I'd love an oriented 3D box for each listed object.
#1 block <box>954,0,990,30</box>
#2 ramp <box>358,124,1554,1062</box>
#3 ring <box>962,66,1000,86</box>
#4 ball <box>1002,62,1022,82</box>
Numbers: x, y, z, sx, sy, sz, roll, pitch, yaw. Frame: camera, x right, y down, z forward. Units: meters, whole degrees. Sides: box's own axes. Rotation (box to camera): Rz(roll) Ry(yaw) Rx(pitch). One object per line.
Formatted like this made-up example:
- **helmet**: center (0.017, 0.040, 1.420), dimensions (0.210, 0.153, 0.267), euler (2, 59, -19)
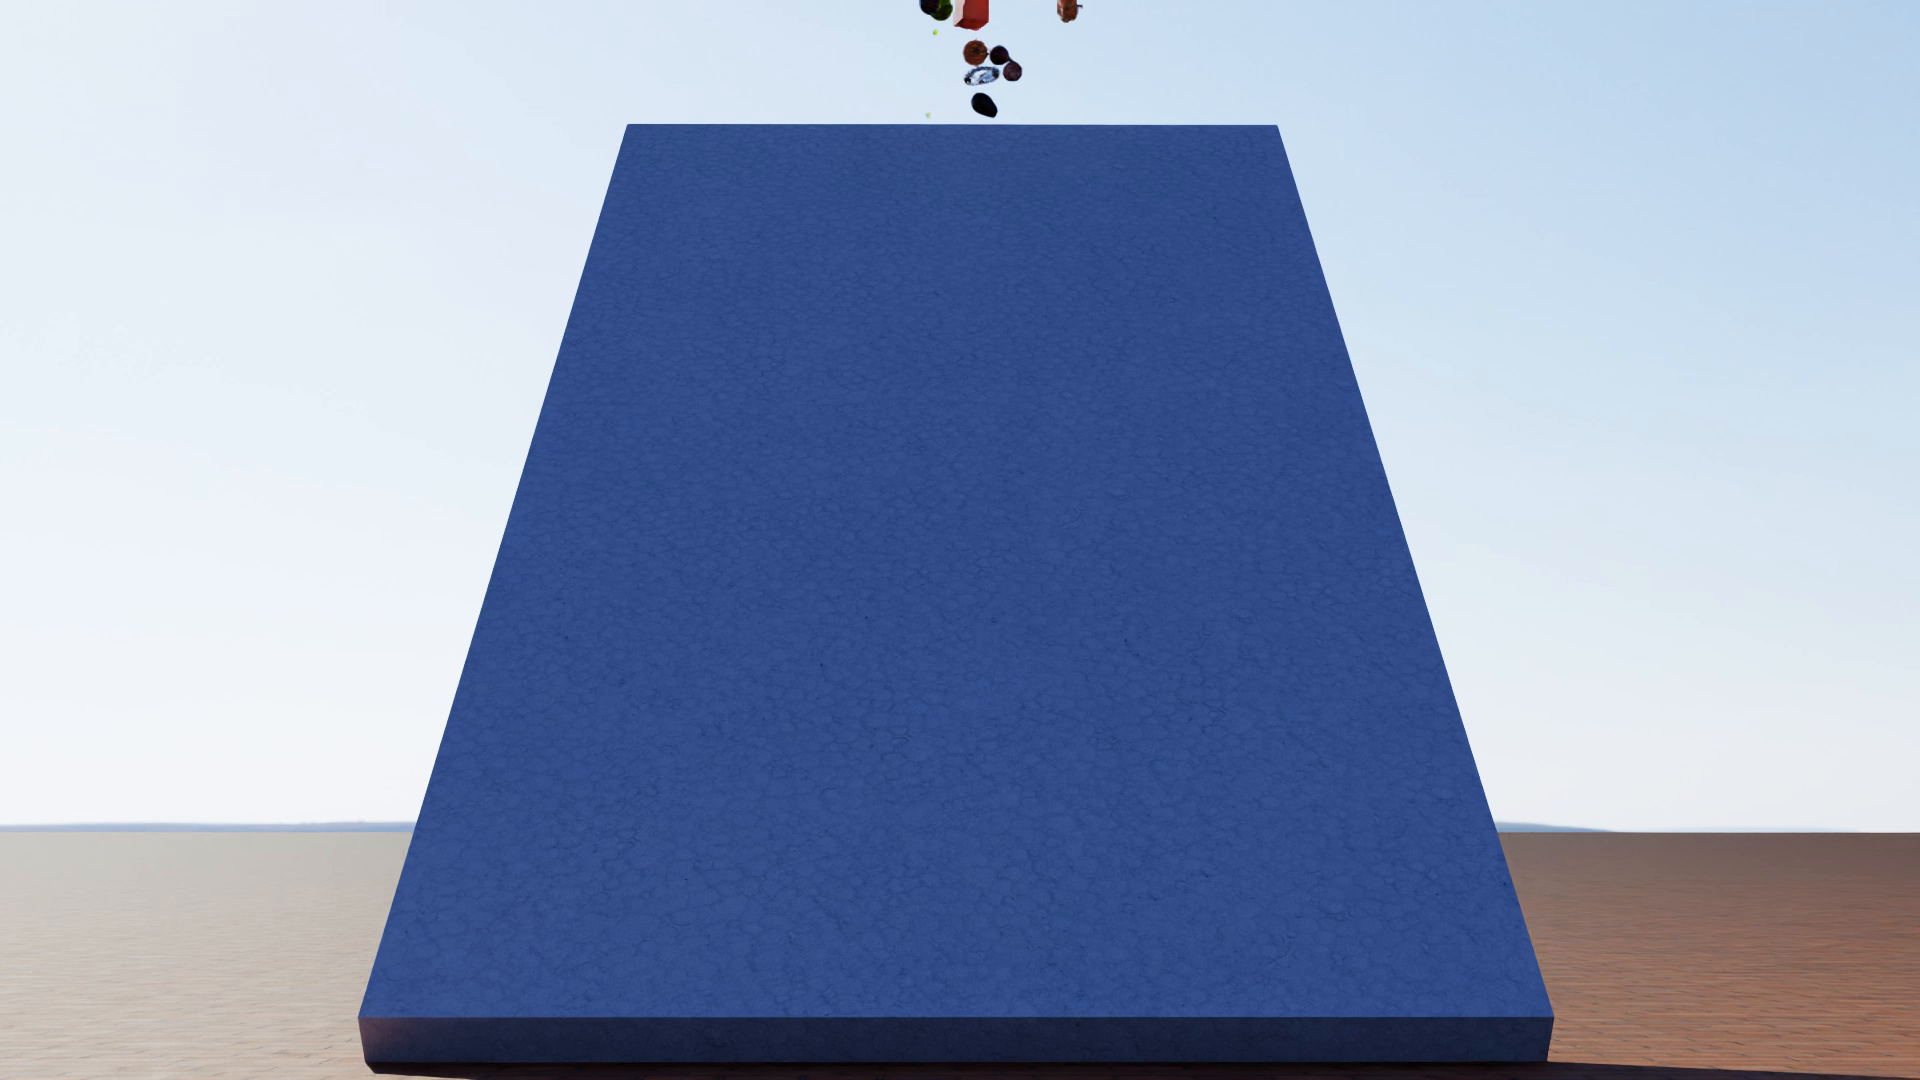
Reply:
- **block**: center (0.033, -1.571, 7.233), dimensions (0.080, 0.080, 0.080), euler (6, -11, -21)
- **ramp**: center (-0.014, -0.198, 5.803), dimensions (2.000, 0.100, 4.000), euler (0, 31, 0)
- **ring**: center (0.061, -1.309, 6.869), dimensions (0.109, 0.036, 0.109), euler (-10, 0, 0)
- **ball**: center (0.159, -1.414, 7.350), dimensions (0.061, 0.061, 0.061), euler (0, -7, 0)
